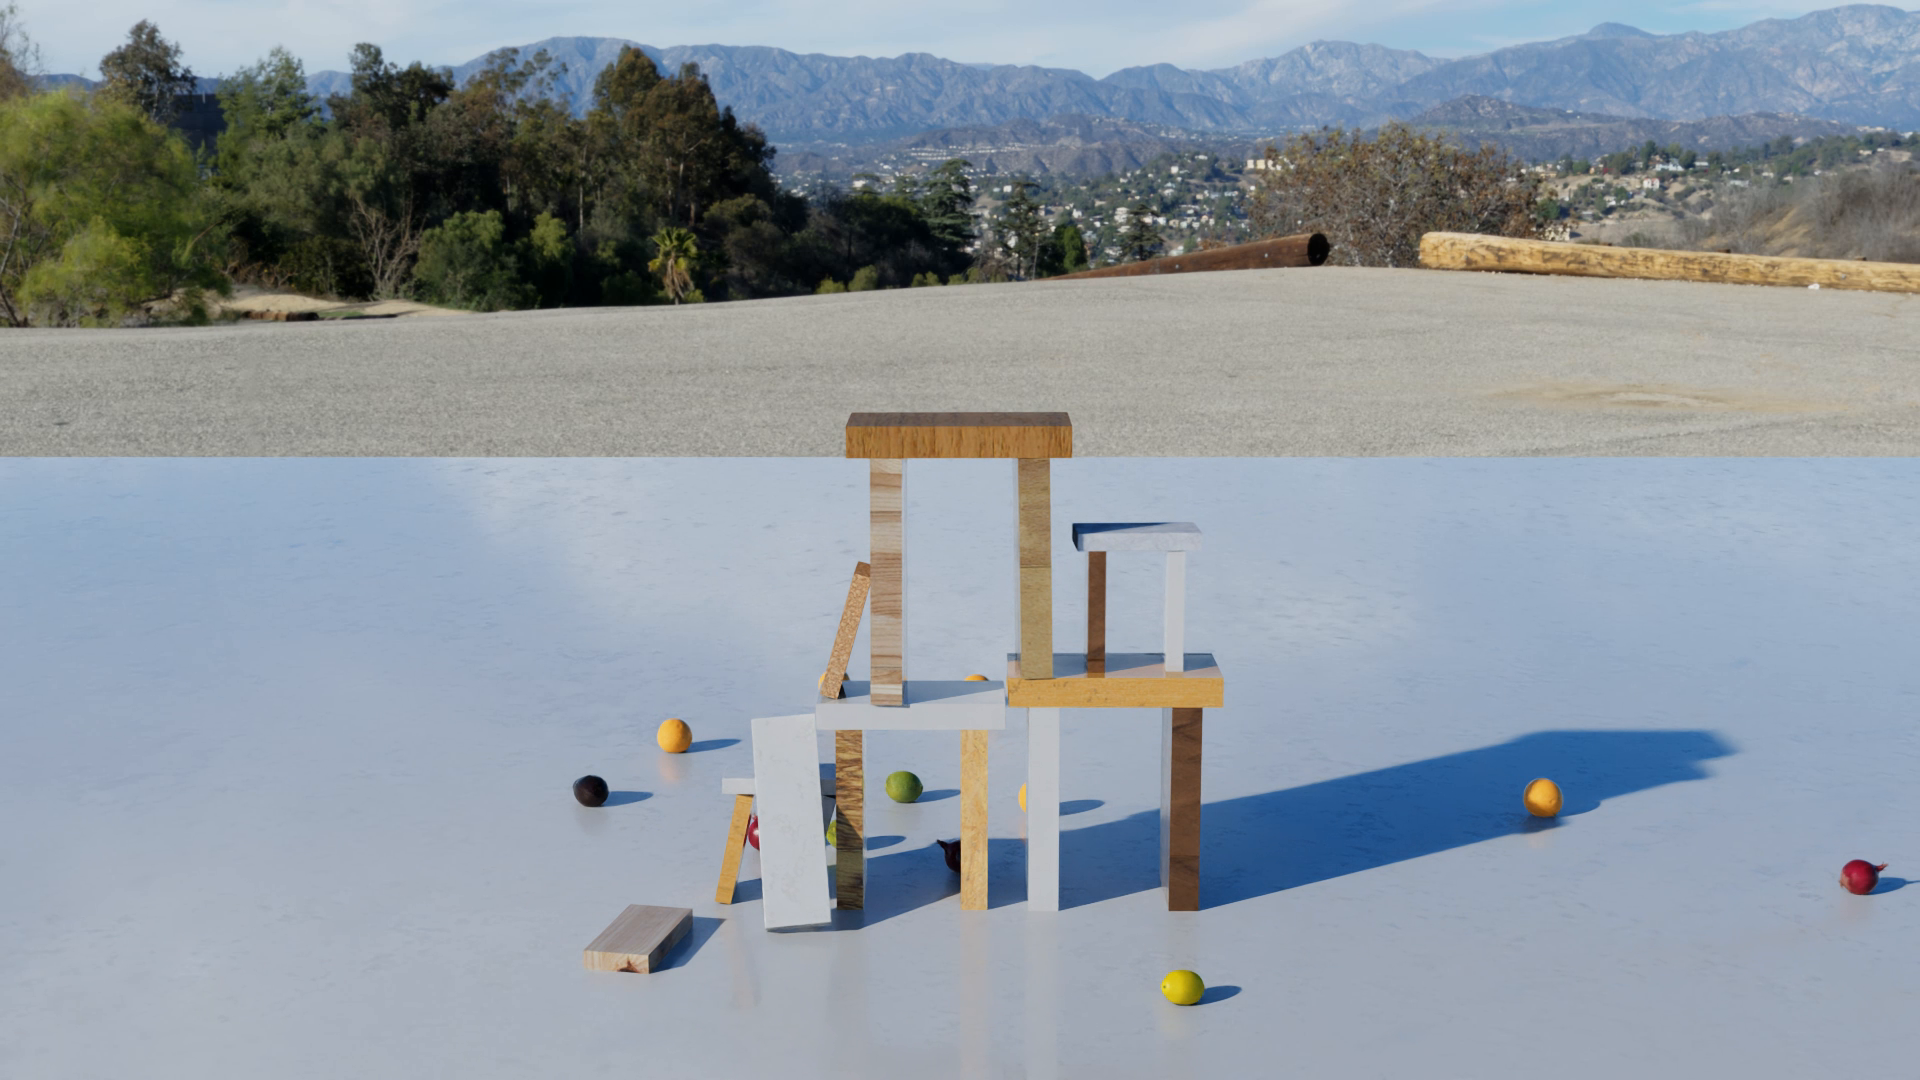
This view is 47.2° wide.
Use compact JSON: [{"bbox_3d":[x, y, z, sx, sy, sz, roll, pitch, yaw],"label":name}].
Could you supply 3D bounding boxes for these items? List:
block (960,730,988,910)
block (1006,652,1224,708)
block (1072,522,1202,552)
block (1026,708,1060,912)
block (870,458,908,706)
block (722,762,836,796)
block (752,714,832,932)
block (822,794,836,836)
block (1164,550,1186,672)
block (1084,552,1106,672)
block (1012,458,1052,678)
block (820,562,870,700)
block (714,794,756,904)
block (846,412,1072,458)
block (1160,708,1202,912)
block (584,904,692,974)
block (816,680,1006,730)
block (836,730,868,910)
[{"bbox_3d":[0.023,0.441,3.639,0.043,0.304,0.152,0,11,0],"label":"block"},{"bbox_3d":[0.250,0.229,3.603,0.343,0.049,0.171,0,11,0],"label":"block"},{"bbox_3d":[0.286,-0.005,3.559,0.200,0.028,0.100,0,11,-2],"label":"block"},{"bbox_3d":[0.136,0.421,3.639,0.049,0.343,0.171,0,11,0],"label":"block"},{"bbox_3d":[-0.115,0.052,3.570,0.050,0.399,0.177,0,11,1],"label":"block"},{"bbox_3d":[-0.294,0.394,3.630,0.186,0.026,0.093,1,11,0],"label":"block"},{"bbox_3d":[-0.272,0.453,3.543,0.104,0.343,0.029,-5,-20,-2],"label":"block"},{"bbox_3d":[-0.240,0.499,3.648,0.026,0.186,0.093,16,10,-3],"label":"block"},{"bbox_3d":[0.349,0.106,3.586,0.028,0.200,0.100,1,11,3],"label":"block"},{"bbox_3d":[0.219,0.107,3.578,0.028,0.200,0.100,0,11,0],"label":"block"},{"bbox_3d":[0.117,0.031,3.564,0.050,0.355,0.177,-1,11,-2],"label":"block"},{"bbox_3d":[-0.183,0.146,3.587,0.029,0.208,0.104,16,10,-2],"label":"block"},{"bbox_3d":[-0.370,0.499,3.645,0.026,0.186,0.093,12,10,-1],"label":"block"},{"bbox_3d":[-0.001,-0.169,3.529,0.355,0.050,0.177,0,11,0],"label":"block"},{"bbox_3d":[0.365,0.421,3.639,0.049,0.343,0.171,0,11,0],"label":"block"},{"bbox_3d":[-0.499,0.620,3.426,0.104,0.029,0.208,2,11,12],"label":"block"},{"bbox_3d":[-0.079,0.270,3.607,0.304,0.043,0.152,0,11,0],"label":"block"},{"bbox_3d":[-0.179,0.441,3.639,0.043,0.304,0.152,0,11,0],"label":"block"}]
